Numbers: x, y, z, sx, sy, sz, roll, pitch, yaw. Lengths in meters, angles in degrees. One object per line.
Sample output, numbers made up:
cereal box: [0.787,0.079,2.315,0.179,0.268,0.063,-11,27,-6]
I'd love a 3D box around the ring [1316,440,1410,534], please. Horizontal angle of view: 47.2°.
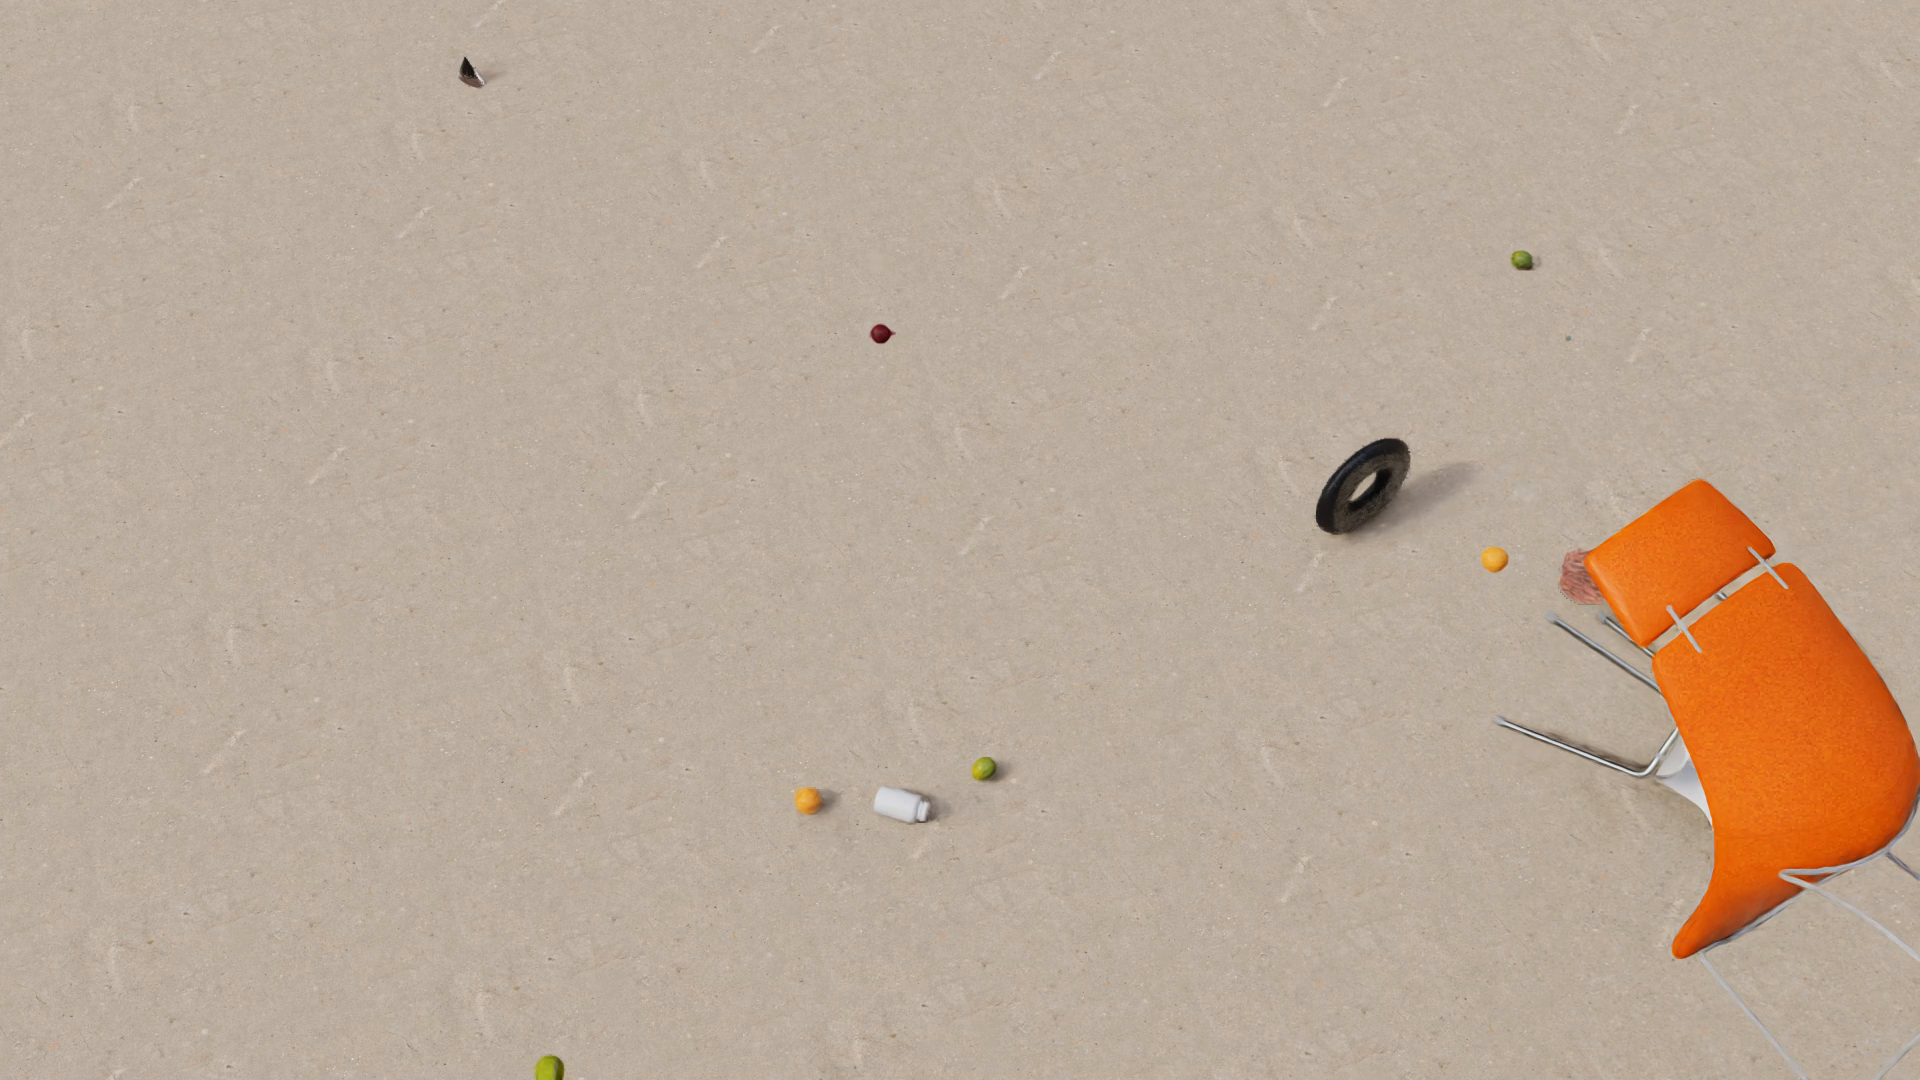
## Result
ring: [1.192,-0.158,6.494,0.389,0.314,0.066,-26,50,-31]

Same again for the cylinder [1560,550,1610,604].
cylinder: [1.814,0.106,6.373,0.138,0.088,0.163,20,29,9]

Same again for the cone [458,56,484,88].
cone: [-1.702,-1.633,7.603,0.121,0.110,0.053,32,62,20]
